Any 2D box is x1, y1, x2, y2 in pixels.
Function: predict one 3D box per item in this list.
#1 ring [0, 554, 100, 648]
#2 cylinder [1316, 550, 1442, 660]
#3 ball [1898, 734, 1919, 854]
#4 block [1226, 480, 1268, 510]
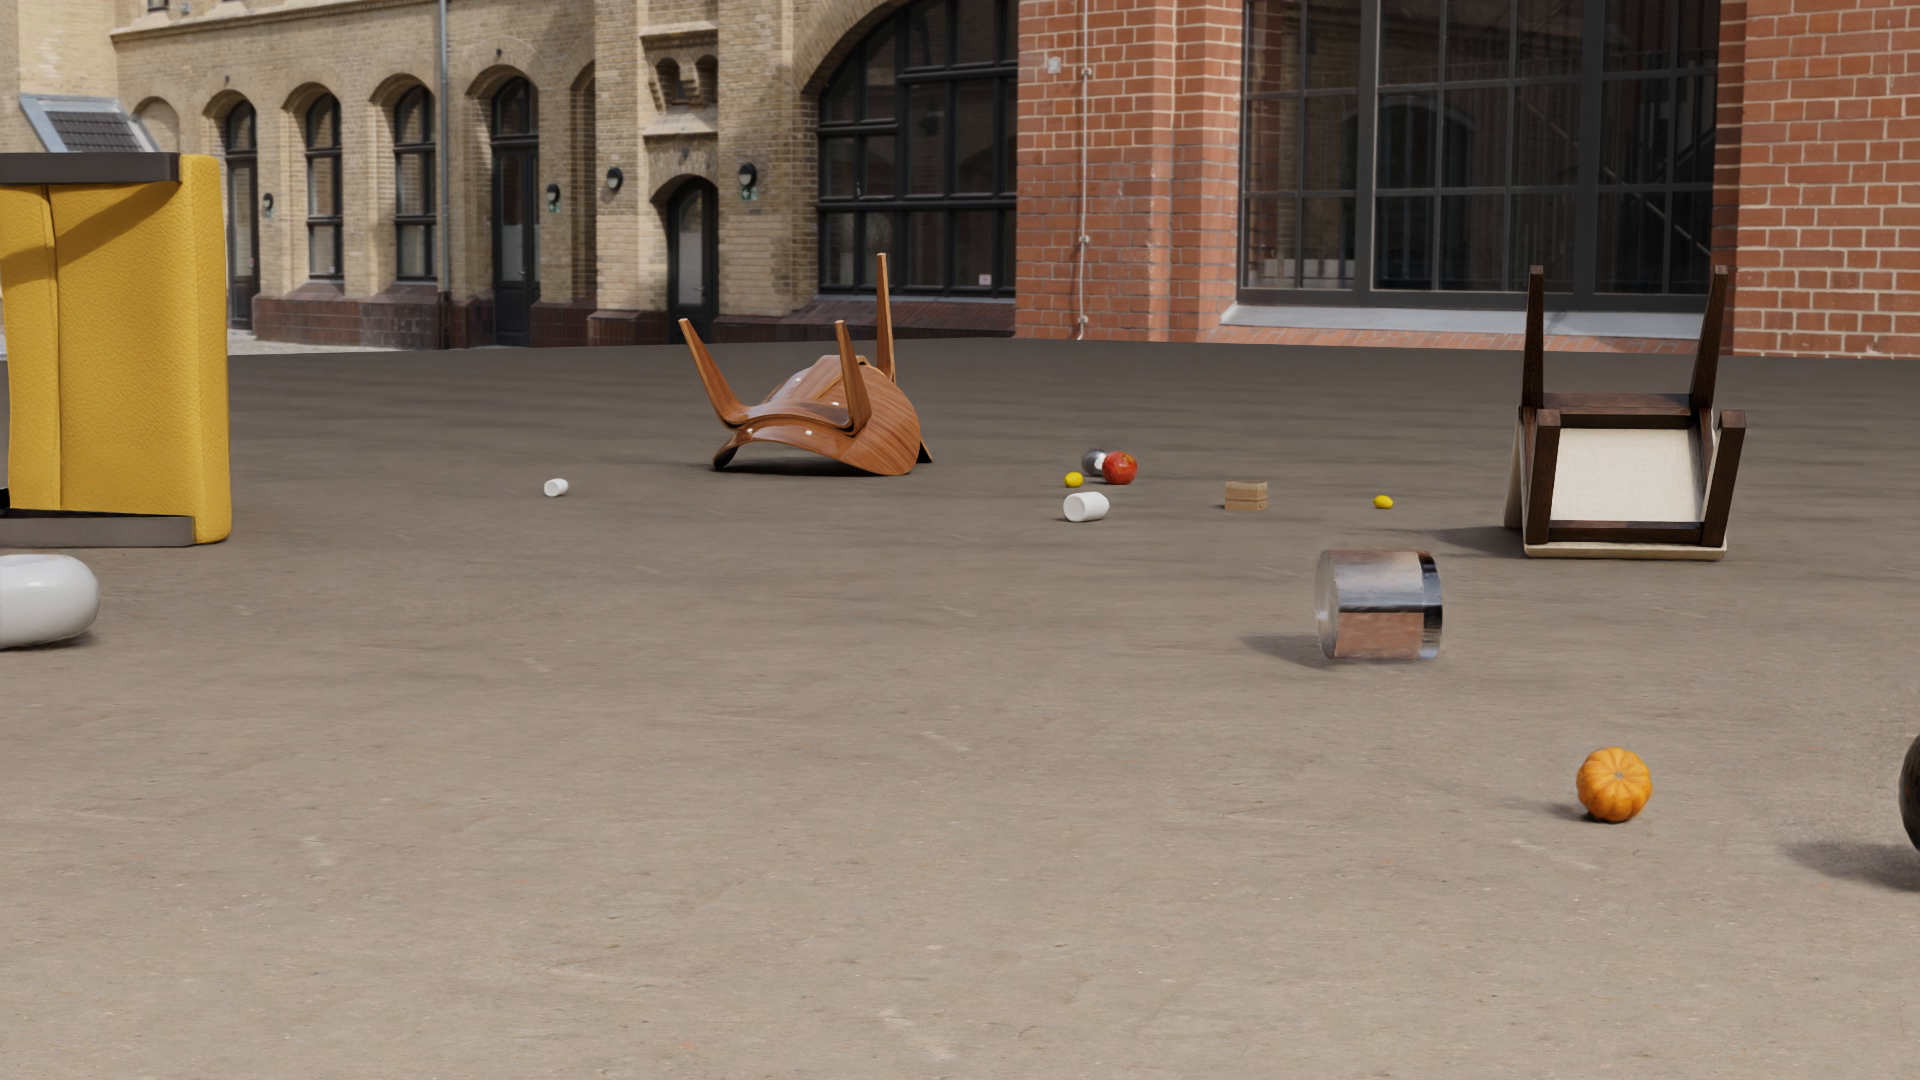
[{"bbox_3d":[-1.726,0.111,4.577,0.386,0.144,0.244,-4,8,6],"label":"ring"},{"bbox_3d":[0.721,0.111,4.435,0.173,0.185,0.286,0,10,0],"label":"cylinder"},{"bbox_3d":[1.111,0.273,2.732,0.212,0.212,0.212,0,6,0],"label":"ball"},{"bbox_3d":[0.810,-0.126,7.261,0.097,0.076,0.074,3,7,29],"label":"block"}]
